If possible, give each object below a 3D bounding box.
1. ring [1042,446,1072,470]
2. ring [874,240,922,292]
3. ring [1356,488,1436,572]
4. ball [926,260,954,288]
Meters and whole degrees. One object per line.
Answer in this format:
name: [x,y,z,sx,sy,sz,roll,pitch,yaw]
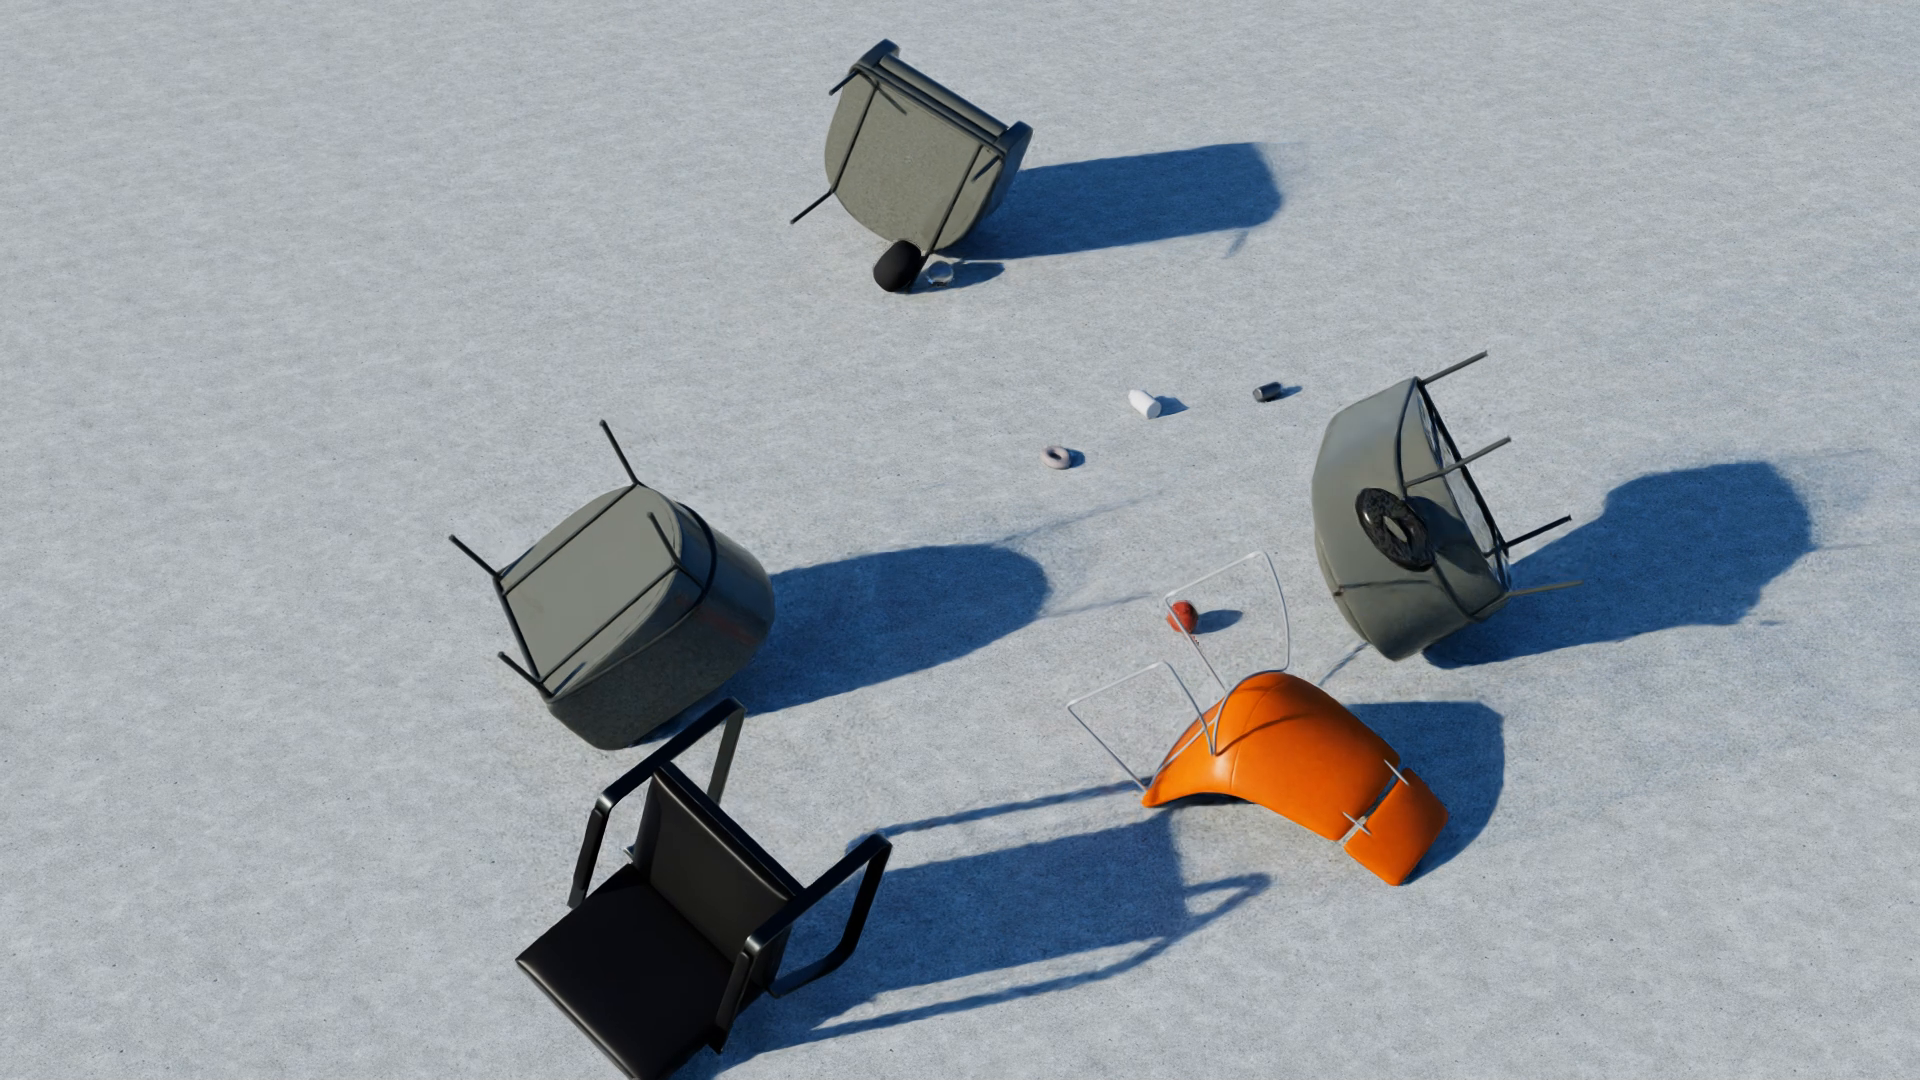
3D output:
ring: [0.376,-0.322,11.400,0.116,0.036,0.150,-14,37,-18]
ring: [-0.265,-1.169,12.518,0.126,0.233,0.223,43,26,8]
ring: [1.441,-0.034,9.699,0.196,0.082,0.345,-38,83,-32]
ball: [-0.085,-1.141,12.571,0.115,0.115,0.115,0,33,0]
